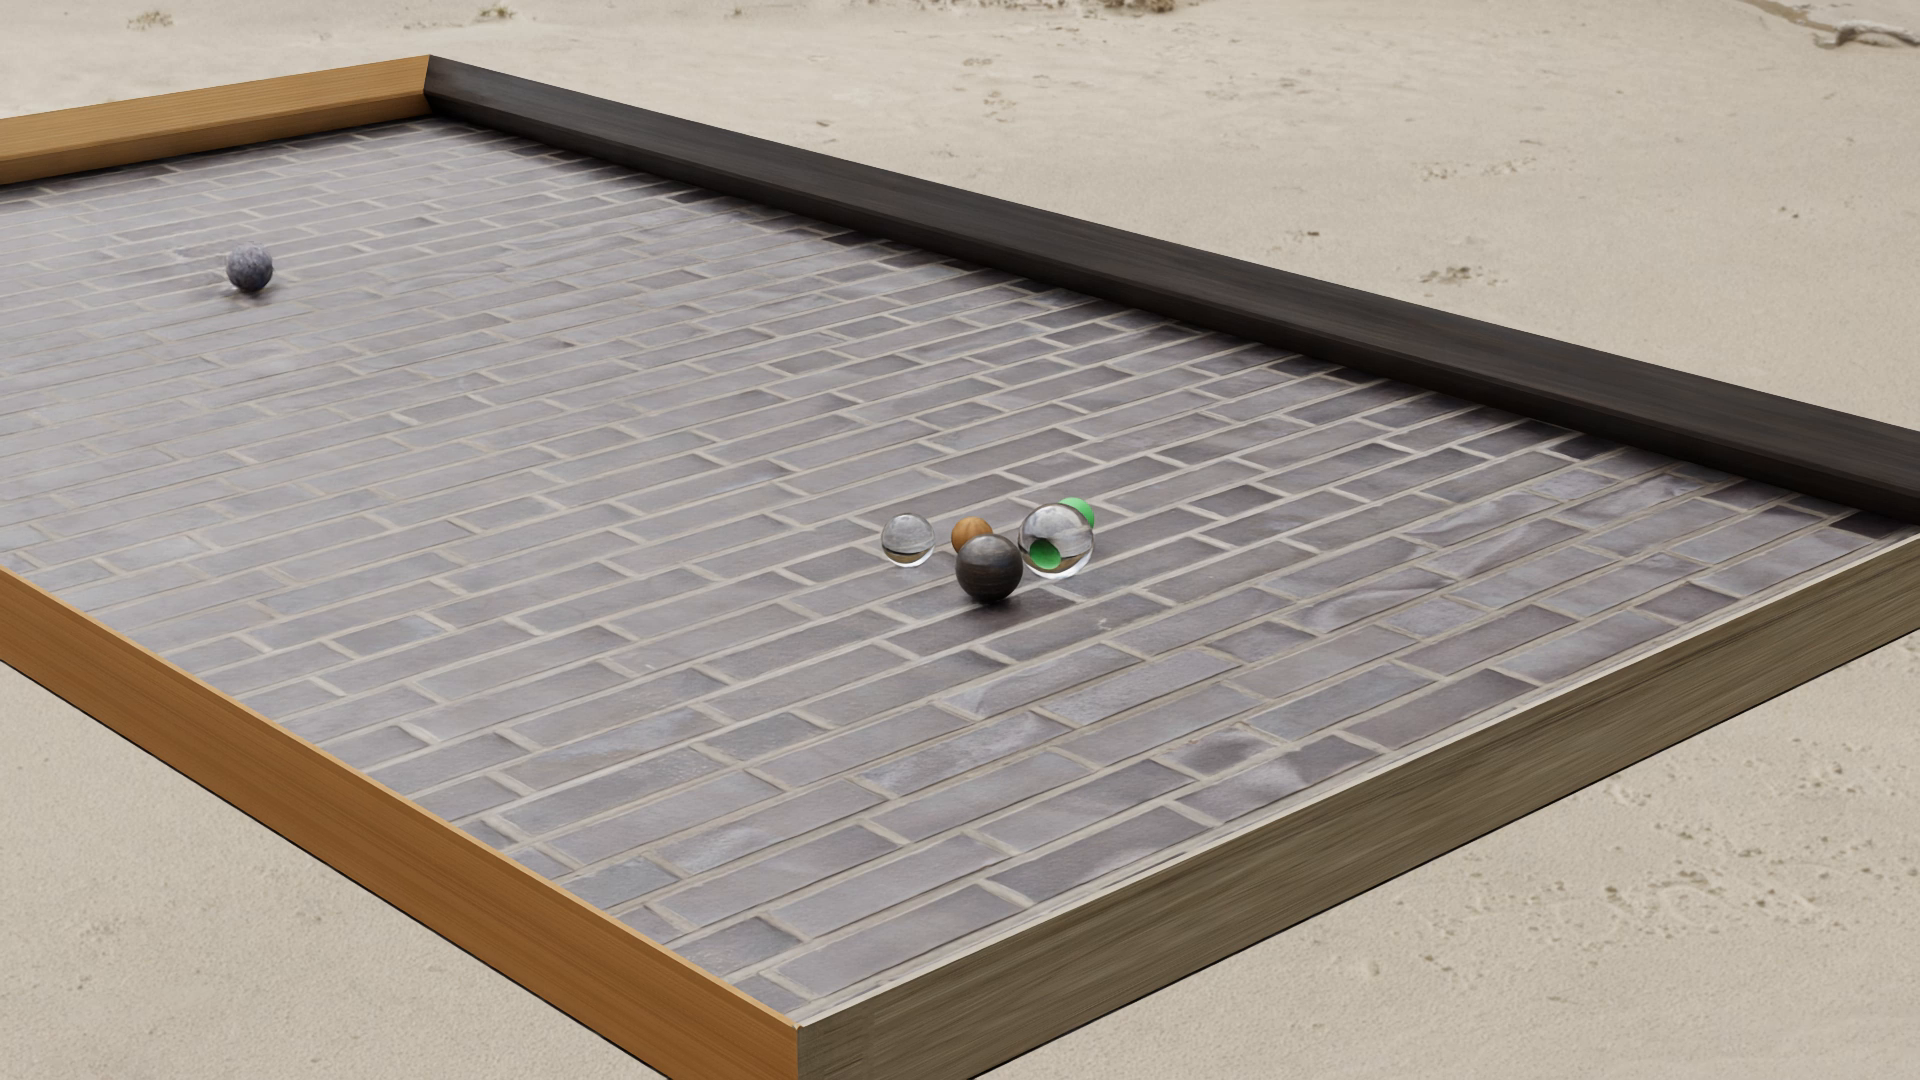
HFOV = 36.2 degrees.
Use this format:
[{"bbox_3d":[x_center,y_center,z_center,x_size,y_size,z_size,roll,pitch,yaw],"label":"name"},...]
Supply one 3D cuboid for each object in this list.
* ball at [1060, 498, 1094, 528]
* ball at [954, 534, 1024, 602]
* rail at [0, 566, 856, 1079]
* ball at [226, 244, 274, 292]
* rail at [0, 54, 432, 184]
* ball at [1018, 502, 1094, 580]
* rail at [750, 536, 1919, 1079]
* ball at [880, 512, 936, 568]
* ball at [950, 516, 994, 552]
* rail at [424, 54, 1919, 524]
[{"bbox_3d":[0.108,-0.019,2.843,0.043,0.043,0.043,0,20,0],"label":"ball"},{"bbox_3d":[0.027,0.025,2.694,0.063,0.063,0.063,0,20,0],"label":"ball"},{"bbox_3d":[-1.025,-0.022,2.774,0.045,0.093,2.792,-18,26,-39],"label":"rail"},{"bbox_3d":[-0.894,-0.343,3.702,0.059,0.059,0.059,0,20,0],"label":"ball"},{"bbox_3d":[-1.400,-0.545,4.200,1.549,0.093,0.045,-18,26,-39],"label":"rail"},{"bbox_3d":[0.089,0.001,2.746,0.072,0.072,0.072,0,20,0],"label":"ball"},{"bbox_3d":[0.456,0.152,2.301,1.549,0.093,0.045,-18,26,-39],"label":"rail"},{"bbox_3d":[-0.049,0.000,2.779,0.052,0.052,0.052,0,20,0],"label":"ball"},{"bbox_3d":[0.012,-0.002,2.799,0.041,0.041,0.041,0,20,0],"label":"ball"},{"bbox_3d":[0.081,-0.371,3.727,0.045,0.093,2.792,-18,26,-39],"label":"rail"}]
